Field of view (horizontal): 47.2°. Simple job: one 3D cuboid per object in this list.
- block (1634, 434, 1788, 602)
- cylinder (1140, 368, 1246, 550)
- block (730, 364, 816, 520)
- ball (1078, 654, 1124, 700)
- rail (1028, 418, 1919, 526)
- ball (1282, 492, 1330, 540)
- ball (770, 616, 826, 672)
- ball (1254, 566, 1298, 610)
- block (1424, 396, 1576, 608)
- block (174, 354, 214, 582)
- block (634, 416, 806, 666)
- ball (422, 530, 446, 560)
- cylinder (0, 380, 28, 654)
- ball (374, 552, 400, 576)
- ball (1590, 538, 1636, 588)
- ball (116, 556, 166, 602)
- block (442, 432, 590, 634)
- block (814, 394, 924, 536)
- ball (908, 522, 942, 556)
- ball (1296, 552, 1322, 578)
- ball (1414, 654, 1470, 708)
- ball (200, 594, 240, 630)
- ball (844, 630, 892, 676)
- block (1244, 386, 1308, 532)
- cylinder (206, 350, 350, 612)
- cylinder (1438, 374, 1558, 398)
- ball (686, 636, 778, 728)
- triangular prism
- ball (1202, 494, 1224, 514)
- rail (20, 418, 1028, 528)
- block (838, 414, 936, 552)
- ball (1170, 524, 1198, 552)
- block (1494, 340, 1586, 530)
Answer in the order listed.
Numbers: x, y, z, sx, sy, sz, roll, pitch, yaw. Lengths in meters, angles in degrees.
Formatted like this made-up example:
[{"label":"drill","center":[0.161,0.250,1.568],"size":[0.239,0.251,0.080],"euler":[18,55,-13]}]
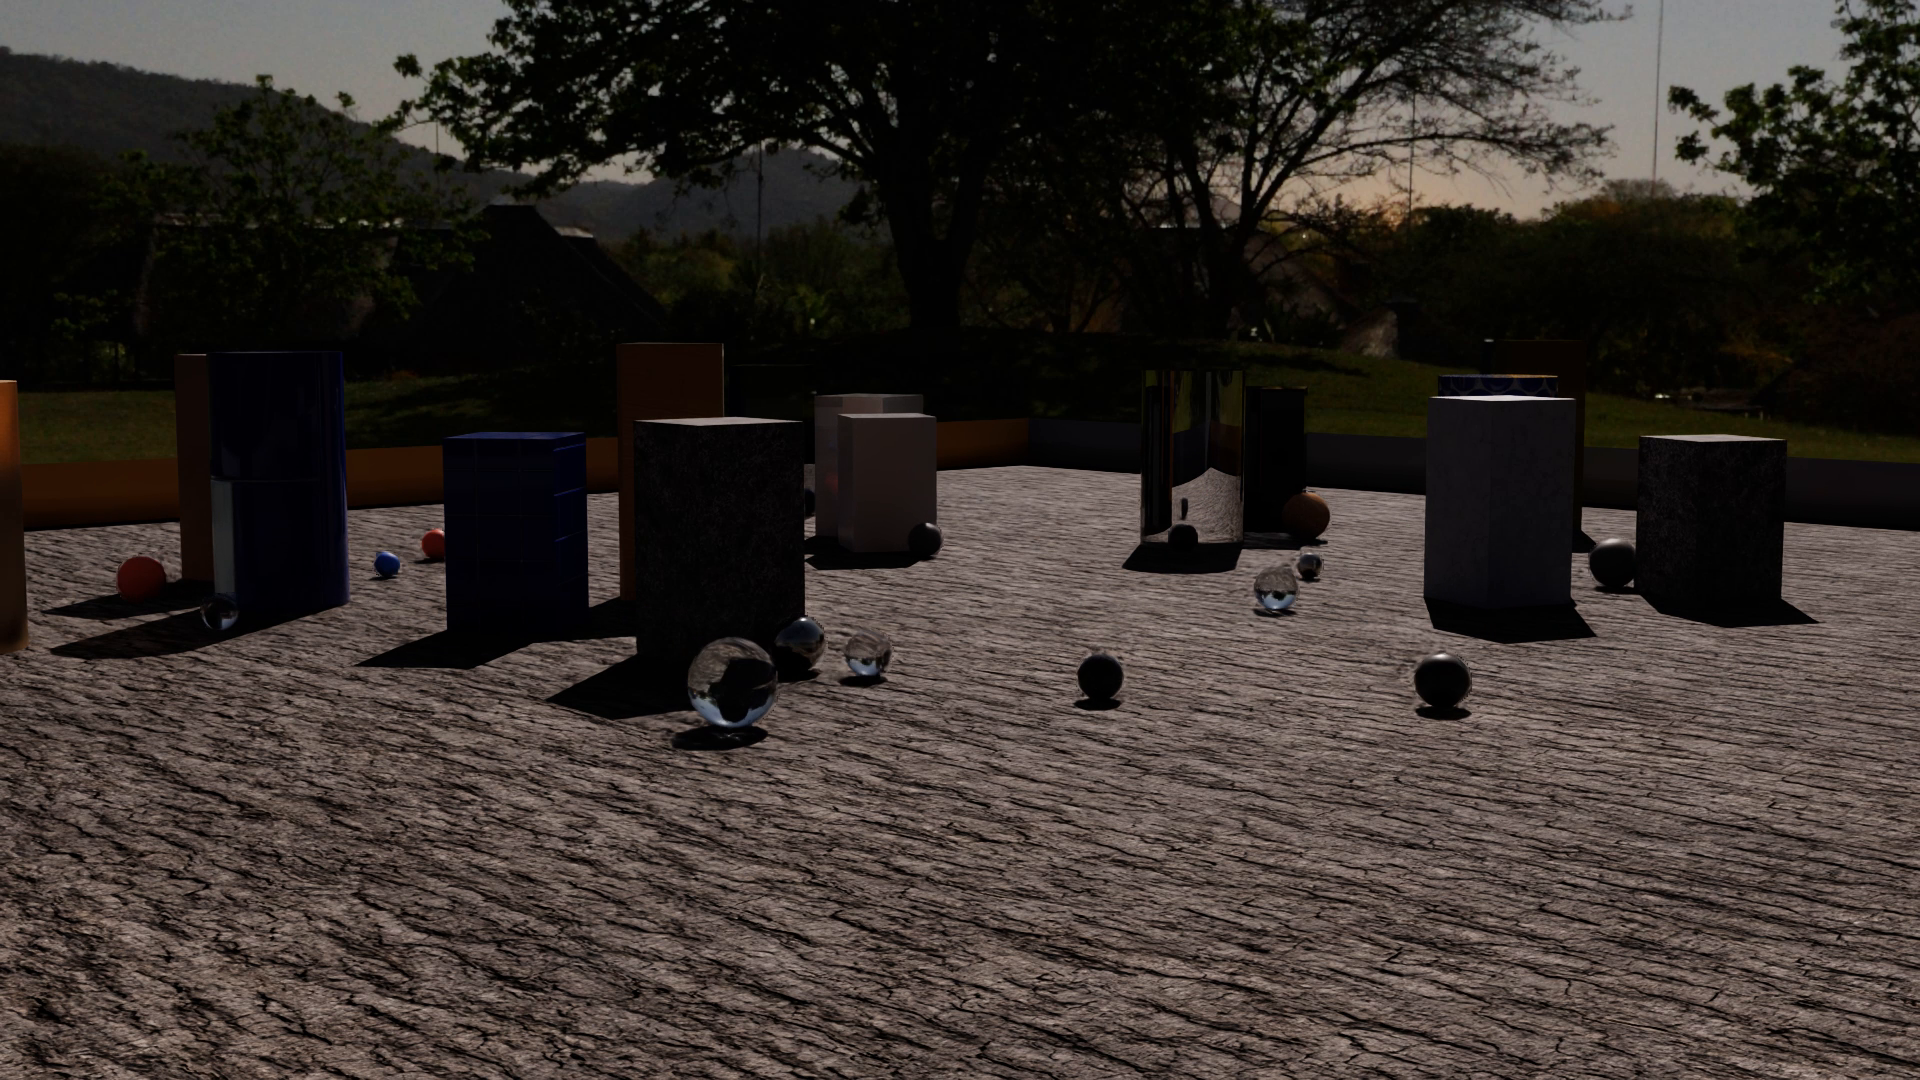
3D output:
[{"label":"block","center":[1.175,-0.037,3.448],"size":[0.157,0.245,0.157],"euler":[-2,6,-17]},{"label":"cylinder","center":[0.441,-0.156,4.171],"size":[0.196,0.332,0.196],"euler":[0,6,0]},{"label":"block","center":[-0.399,-0.212,4.720],"size":[0.157,0.327,0.157],"euler":[1,6,7]},{"label":"ball","center":[0.161,0.157,2.518],"size":[0.053,0.053,0.053],"euler":[0,6,0]},{"label":"rail","center":[1.658,-0.126,4.853],"size":[0.045,0.127,4.344],"euler":[-5,8,-42]},{"label":"ball","center":[0.672,-0.046,4.273],"size":[0.092,0.092,0.092],"euler":[0,6,0]},{"label":"ball","center":[-0.200,0.128,2.719],"size":[0.068,0.068,0.068],"euler":[0,6,0]},{"label":"ball","center":[0.470,0.072,3.274],"size":[0.065,0.065,0.065],"euler":[0,6,0]},{"label":"block","center":[0.826,-0.062,3.373],"size":[0.157,0.311,0.157],"euler":[-3,7,-24]},{"label":"block","center":[-1.186,-0.123,3.664],"size":[0.157,0.371,0.157],"euler":[4,7,32]},{"label":"block","center":[-0.309,-0.001,2.827],"size":[0.157,0.303,0.157],"euler":[-5,8,-39]},{"label":"ball","center":[-0.936,0.008,3.936],"size":[0.054,0.054,0.054],"euler":[0,6,0]},{"label":"cylinder","center":[-1.333,-0.031,2.878],"size":[0.196,0.351,0.196],"euler":[0,6,0]},{"label":"ball","center":[-0.959,0.041,3.683],"size":[0.041,0.041,0.041],"euler":[0,6,0]},{"label":"ball","center":[1.054,0.037,3.543],"size":[0.078,0.078,0.078],"euler":[0,6,0]},{"label":"ball","center":[-1.251,0.060,3.361],"size":[0.070,0.070,0.070],"euler":[0,6,0]},{"label":"block","center":[-0.626,-0.014,3.110],"size":[0.157,0.269,0.157],"euler":[1,6,7]},{"label":"block","center":[-0.180,-0.150,4.376],"size":[0.157,0.276,0.157],"euler":[3,7,29]},{"label":"ball","center":[-0.064,-0.001,3.983],"size":[0.061,0.061,0.061],"euler":[0,6,0]},{"label":"ball","center":[0.582,0.042,3.663],"size":[0.042,0.042,0.042],"euler":[0,6,0]},{"label":"ball","center":[0.541,0.158,2.468],"size":[0.061,0.061,0.061],"euler":[0,6,0]},{"label":"ball","center":[-1.031,0.101,3.065],"size":[0.050,0.050,0.050],"euler":[0,6,0]},{"label":"ball","center":[-0.112,0.138,2.678],"size":[0.057,0.057,0.057],"euler":[0,6,0]},{"label":"block","center":[0.624,-0.167,4.487],"size":[0.157,0.287,0.157],"euler":[1,6,11]},{"label":"cylinder","center":[-1.028,-0.093,3.321],"size":[0.196,0.382,0.196],"euler":[0,6,0]},{"label":"cylinder","center":[0.903,-0.109,3.708],"size":[0.196,0.334,0.196],"euler":[0,6,0]},{"label":"ball","center":[-0.243,0.152,2.347],"size":[0.098,0.098,0.098],"euler":[0,6,0]},{"label":"triangular prism","center":[-0.476,-0.113,3.464],"size":[0.170,0.393,0.147],"euler":[-3,7,-26]},{"label":"ball","center":[0.553,-0.079,4.797],"size":[0.047,0.047,0.047],"euler":[0,6,0]},{"label":"rail","center":[-1.457,-0.131,4.902],"size":[4.558,0.127,0.045],"euler":[-5,8,-42]},{"label":"block","center":[-0.138,-0.110,4.130],"size":[0.157,0.248,0.157],"euler":[-1,6,-14]},{"label":"ball","center":[0.413,-0.004,4.064],"size":[0.052,0.052,0.052],"euler":[0,6,0]},{"label":"block","center":[1.191,-0.220,4.532],"size":[0.157,0.383,0.157],"euler":[1,6,5]}]
